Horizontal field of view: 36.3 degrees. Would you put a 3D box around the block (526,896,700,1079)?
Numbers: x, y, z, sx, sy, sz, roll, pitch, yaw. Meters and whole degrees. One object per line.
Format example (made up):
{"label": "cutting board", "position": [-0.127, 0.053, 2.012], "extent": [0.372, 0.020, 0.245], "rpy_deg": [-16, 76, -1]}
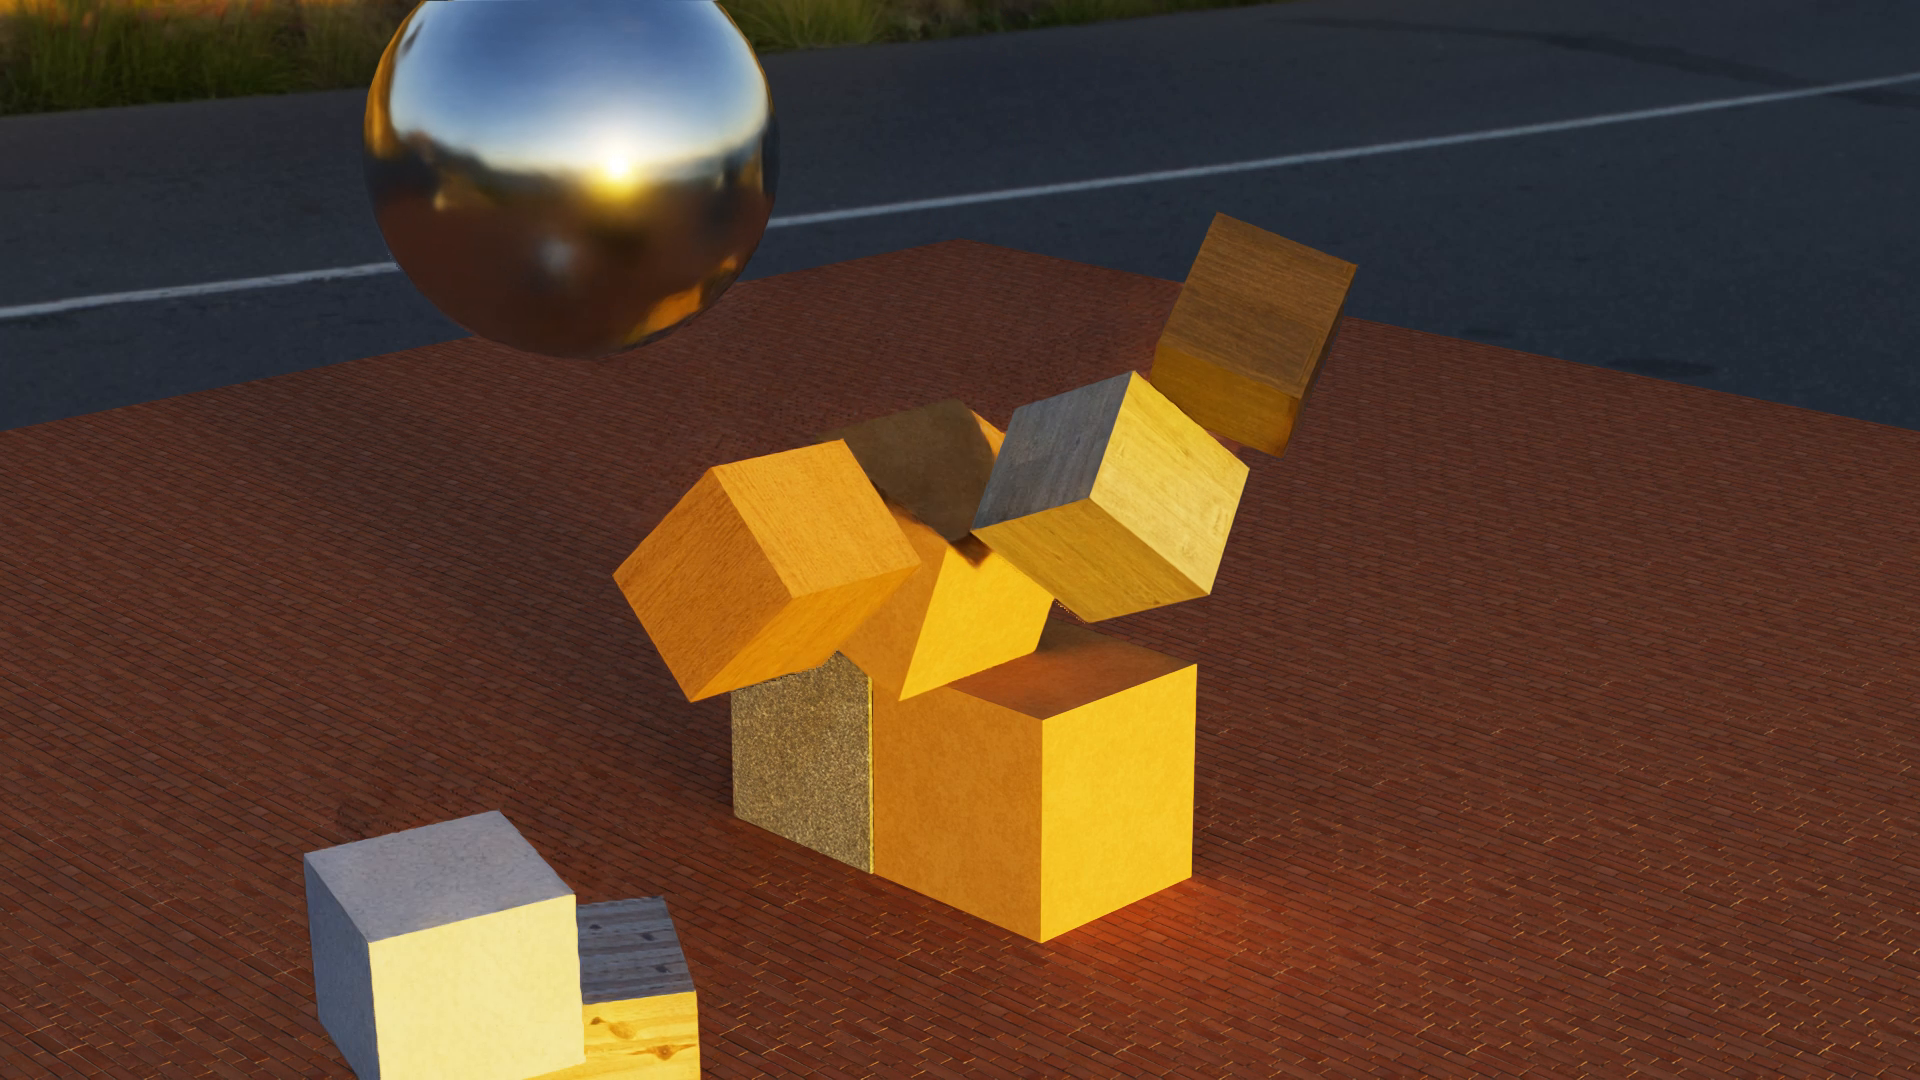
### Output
{"label": "block", "position": [-1.447, 1.921, 10.753], "extent": [0.880, 0.871, 0.839], "rpy_deg": [-5, 18, -12]}

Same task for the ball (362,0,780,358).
{"label": "ball", "position": [-1.492, -1.500, 11.306], "extent": [1.600, 1.600, 1.600], "rpy_deg": [0, 17, 0]}

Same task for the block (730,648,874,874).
{"label": "block", "position": [-0.390, 0.749, 13.950], "extent": [1.015, 1.205, 0.964], "rpy_deg": [-17, 24, -42]}

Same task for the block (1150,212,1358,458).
{"label": "block", "position": [1.118, -0.786, 11.317], "extent": [0.575, 0.618, 0.534], "rpy_deg": [22, -22, 7]}

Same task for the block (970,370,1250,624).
{"label": "block", "position": [0.591, -0.158, 11.533], "extent": [0.683, 0.689, 0.599], "rpy_deg": [-16, 45, 47]}

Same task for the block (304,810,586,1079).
{"label": "block", "position": [-1.698, 1.374, 9.642], "extent": [0.680, 0.620, 0.710], "rpy_deg": [-11, 23, -26]}

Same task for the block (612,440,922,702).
{"label": "block", "position": [-0.671, 0.101, 10.212], "extent": [0.677, 0.652, 0.539], "rpy_deg": [-15, 67, -50]}

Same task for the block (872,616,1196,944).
{"label": "block", "position": [0.334, 1.043, 13.296], "extent": [1.001, 1.037, 1.053], "rpy_deg": [-17, 24, -42]}

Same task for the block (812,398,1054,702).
{"label": "block", "position": [-0.143, 0.026, 12.967], "extent": [0.877, 0.844, 0.860], "rpy_deg": [-18, 46, -44]}
